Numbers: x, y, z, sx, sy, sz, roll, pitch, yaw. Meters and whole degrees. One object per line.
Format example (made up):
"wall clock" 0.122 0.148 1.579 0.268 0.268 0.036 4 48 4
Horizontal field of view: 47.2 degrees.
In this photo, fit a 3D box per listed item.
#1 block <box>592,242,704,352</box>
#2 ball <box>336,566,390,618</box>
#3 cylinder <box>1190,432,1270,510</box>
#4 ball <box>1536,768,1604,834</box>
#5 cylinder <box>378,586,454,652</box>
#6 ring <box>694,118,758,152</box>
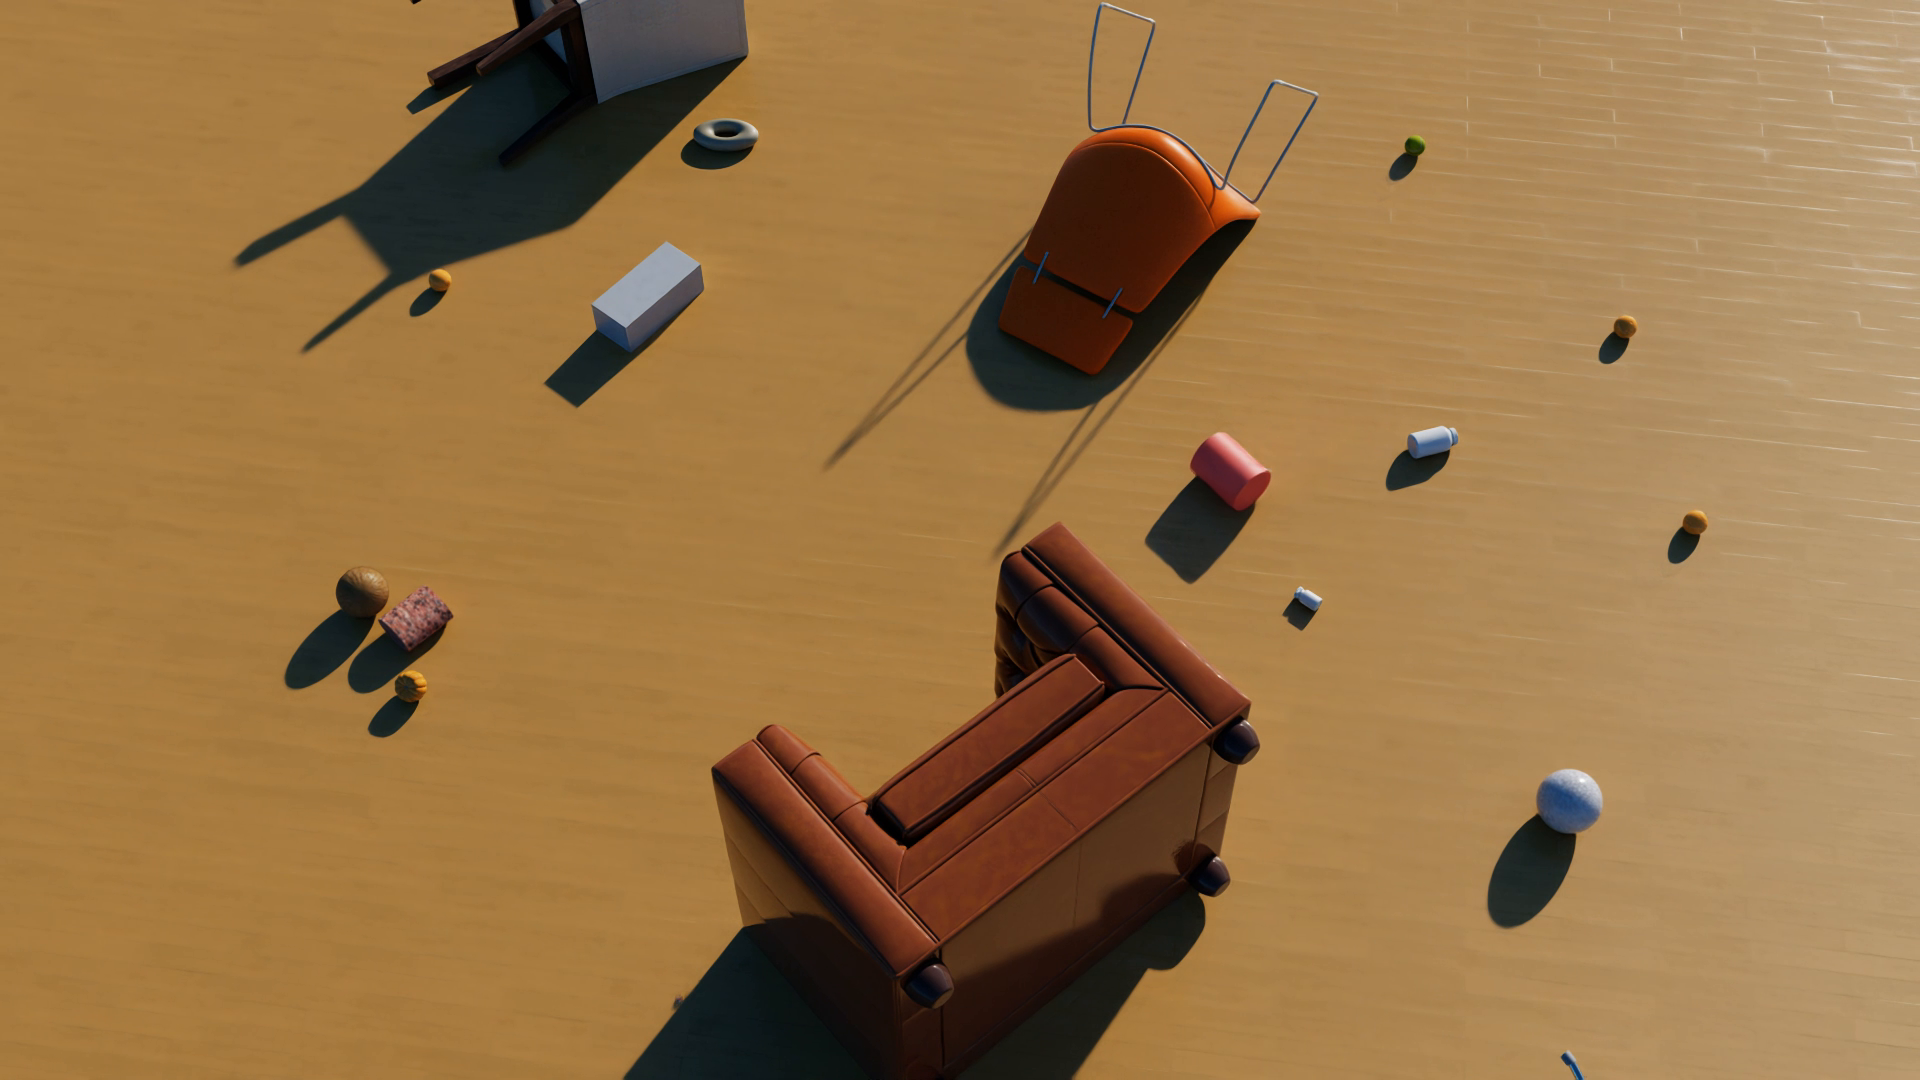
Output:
"block" -0.994 -0.776 7.019 0.152 0.126 0.340 35 63 21
"ball" -1.734 0.152 6.382 0.150 0.150 0.150 0 56 0
"cylinder" 0.815 -0.207 6.618 0.152 0.158 0.190 -39 64 -11
"ball" 1.660 0.712 5.990 0.177 0.177 0.177 0 56 0
"cylinder" -1.576 0.227 6.368 0.138 0.088 0.163 40 65 19
"ring" -0.795 -1.375 7.466 0.226 0.052 0.131 3 57 2
